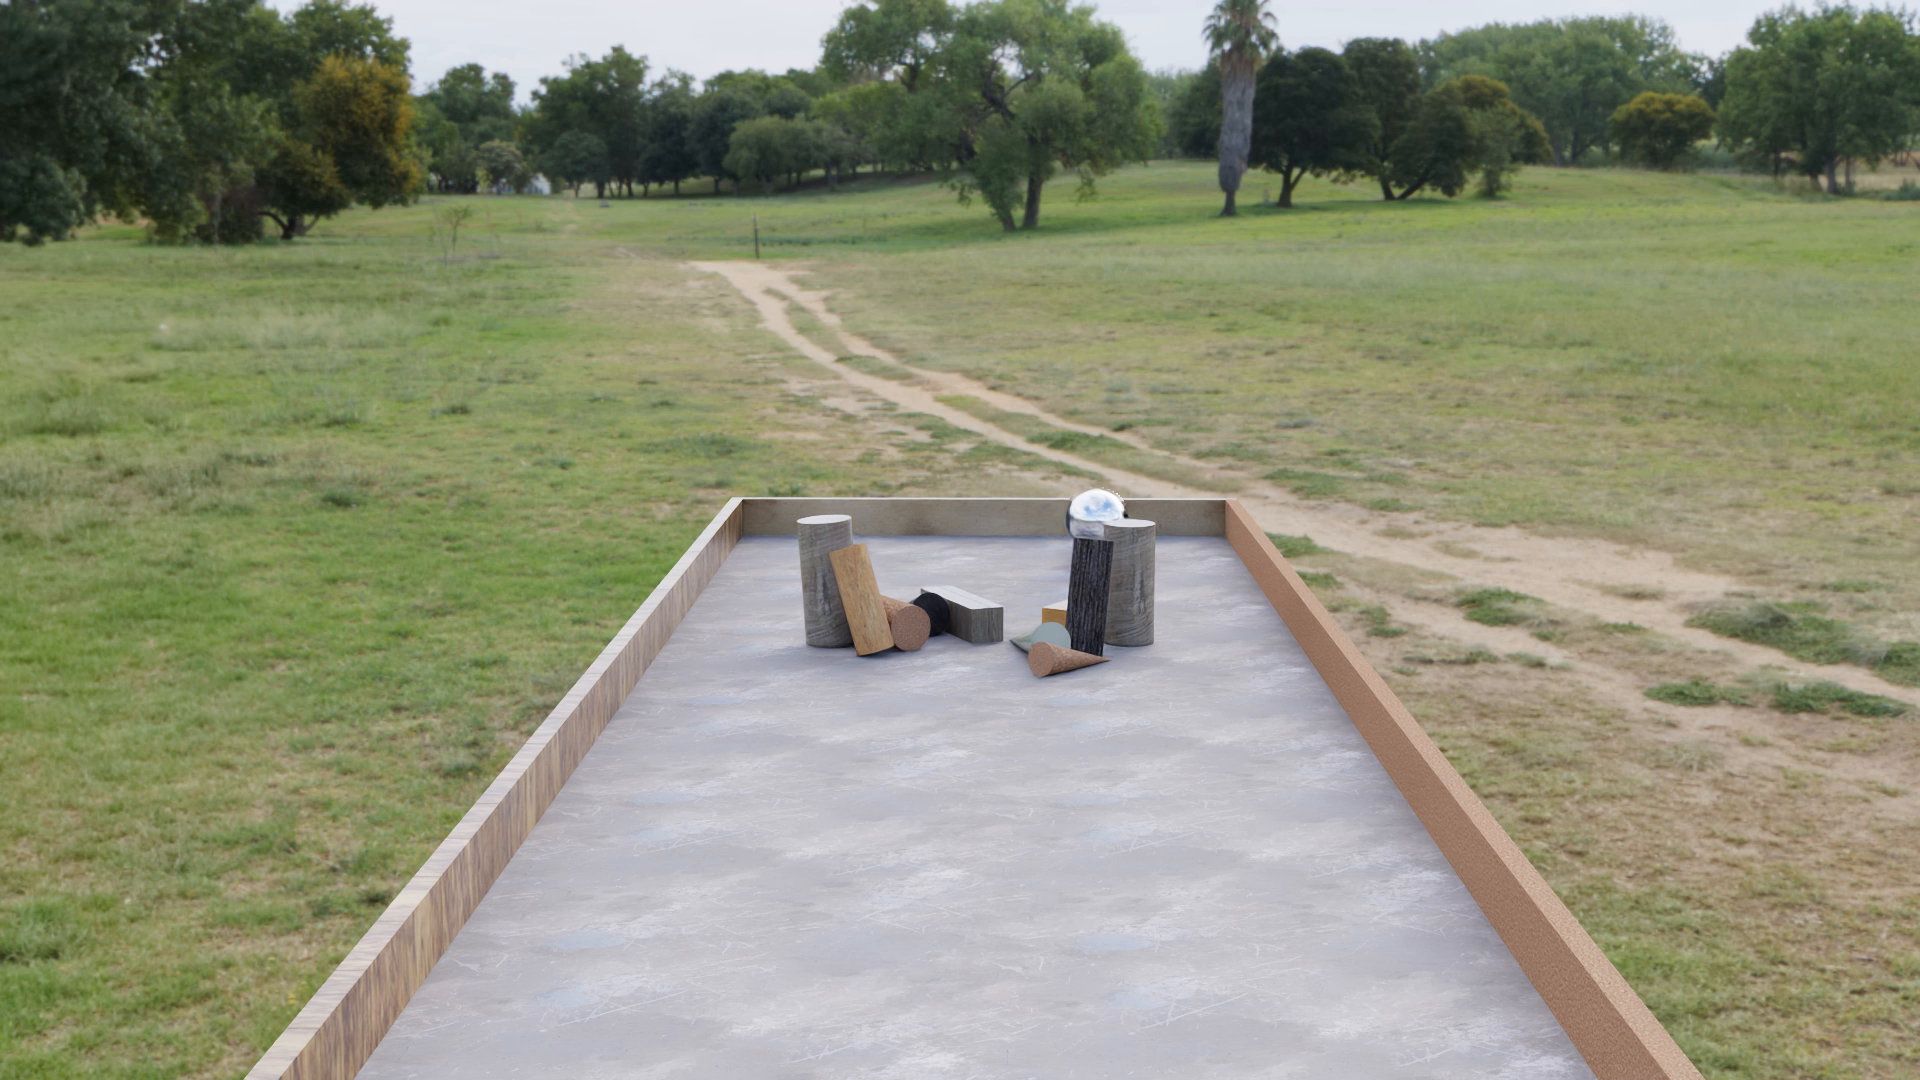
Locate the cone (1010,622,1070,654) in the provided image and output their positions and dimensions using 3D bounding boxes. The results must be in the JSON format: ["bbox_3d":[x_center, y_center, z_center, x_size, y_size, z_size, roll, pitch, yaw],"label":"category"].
[{"bbox_3d":[0.215,0.315,6.822,0.128,0.128,0.380,-3,0,-18],"label":"cone"}]

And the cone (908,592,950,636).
[{"bbox_3d":[-0.178,0.251,7.202,0.143,0.143,0.345,-5,-1,-29],"label":"cone"}]

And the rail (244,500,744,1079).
[{"bbox_3d":[-1.004,0.839,3.234,0.050,0.150,12.000,0,9,1],"label":"rail"}]

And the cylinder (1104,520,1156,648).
[{"bbox_3d":[0.534,0.135,6.941,0.162,0.381,0.162,0,9,0],"label":"cylinder"}]

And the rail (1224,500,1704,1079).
[{"bbox_3d":[1.046,0.843,3.208,0.050,0.150,12.000,0,9,1],"label":"rail"}]

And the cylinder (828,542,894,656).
[{"bbox_3d":[-0.303,0.180,6.756,0.119,0.330,0.119,-15,3,1],"label":"cylinder"}]

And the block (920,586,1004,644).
[{"bbox_3d":[0.003,0.240,7.145,0.110,0.110,0.416,-4,10,-24],"label":"block"}]

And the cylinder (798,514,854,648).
[{"bbox_3d":[-0.413,0.128,6.917,0.171,0.392,0.171,-4,9,1],"label":"cylinder"}]

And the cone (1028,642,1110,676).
[{"bbox_3d":[0.352,0.358,6.588,0.323,0.103,0.103,4,4,-45],"label":"cone"}]

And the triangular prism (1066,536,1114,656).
[{"bbox_3d":[0.389,0.174,6.735,0.119,0.365,0.103,5,6,-1],"label":"triangular prism"}]

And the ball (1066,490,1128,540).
[{"bbox_3d":[0.543,-0.081,8.743,0.243,0.243,0.243,0,9,0],"label":"ball"}]

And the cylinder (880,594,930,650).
[{"bbox_3d":[-0.260,0.246,7.002,0.143,0.143,0.418,-5,10,-31],"label":"cylinder"}]

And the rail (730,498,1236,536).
[{"bbox_3d":[0.099,-0.098,9.147,2.100,0.150,0.050,0,9,1],"label":"rail"}]

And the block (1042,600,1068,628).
[{"bbox_3d":[0.402,0.245,7.137,0.102,0.102,0.368,6,11,32],"label":"block"}]
